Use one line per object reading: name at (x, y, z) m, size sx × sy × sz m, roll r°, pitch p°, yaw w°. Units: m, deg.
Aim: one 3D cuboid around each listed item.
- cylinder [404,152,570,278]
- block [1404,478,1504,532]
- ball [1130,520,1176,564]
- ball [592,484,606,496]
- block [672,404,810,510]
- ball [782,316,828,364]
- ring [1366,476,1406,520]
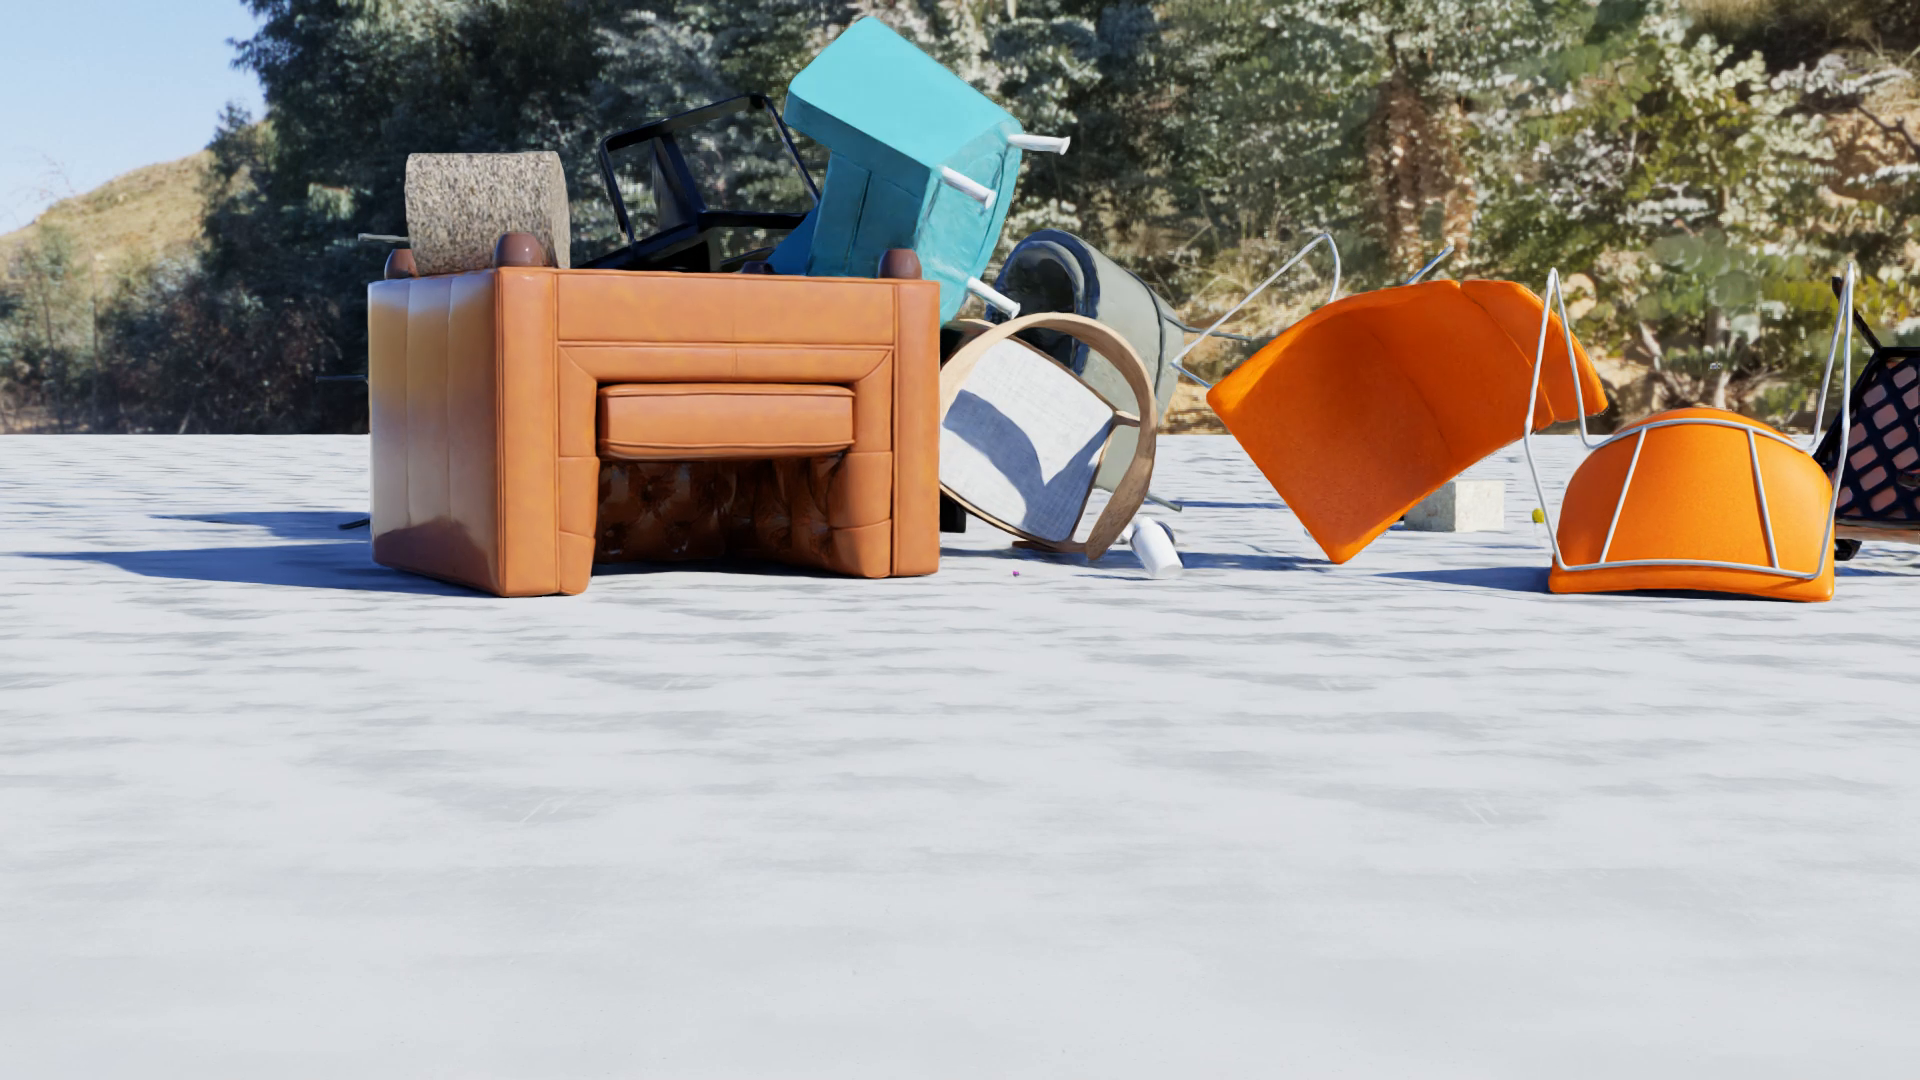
cylinder at (-1.089, -0.750, 5.081) m, size 0.339 × 0.291 × 0.147 m, roll 0°, pitch 20°, yaw 6°
block at (1.577, -0.113, 7.028) m, size 0.206 × 0.159 × 0.238 m, roll -2°, pitch 5°, yaw -30°
ball at (0.493, 0.006, 5.625) m, size 0.115 × 0.115 × 0.115 m, roll 0°, pitch 4°, yaw 0°
ball at (-1.391, -0.193, 8.468) m, size 0.051 × 0.051 × 0.051 m, roll 0°, pitch 4°, yaw 0°
block at (-0.822, -0.311, 8.239) m, size 0.334 × 0.231 × 0.353 m, roll -44°, pitch 25°, yaw -23°
ball at (-0.521, -0.672, 7.391) m, size 0.157 × 0.157 × 0.157 m, roll 0°, pitch 4°, yaw 0°
ring at (1.502, -0.146, 7.594) m, size 0.196 × 0.082 × 0.345 m, roll 6°, pitch 21°, yaw 6°
